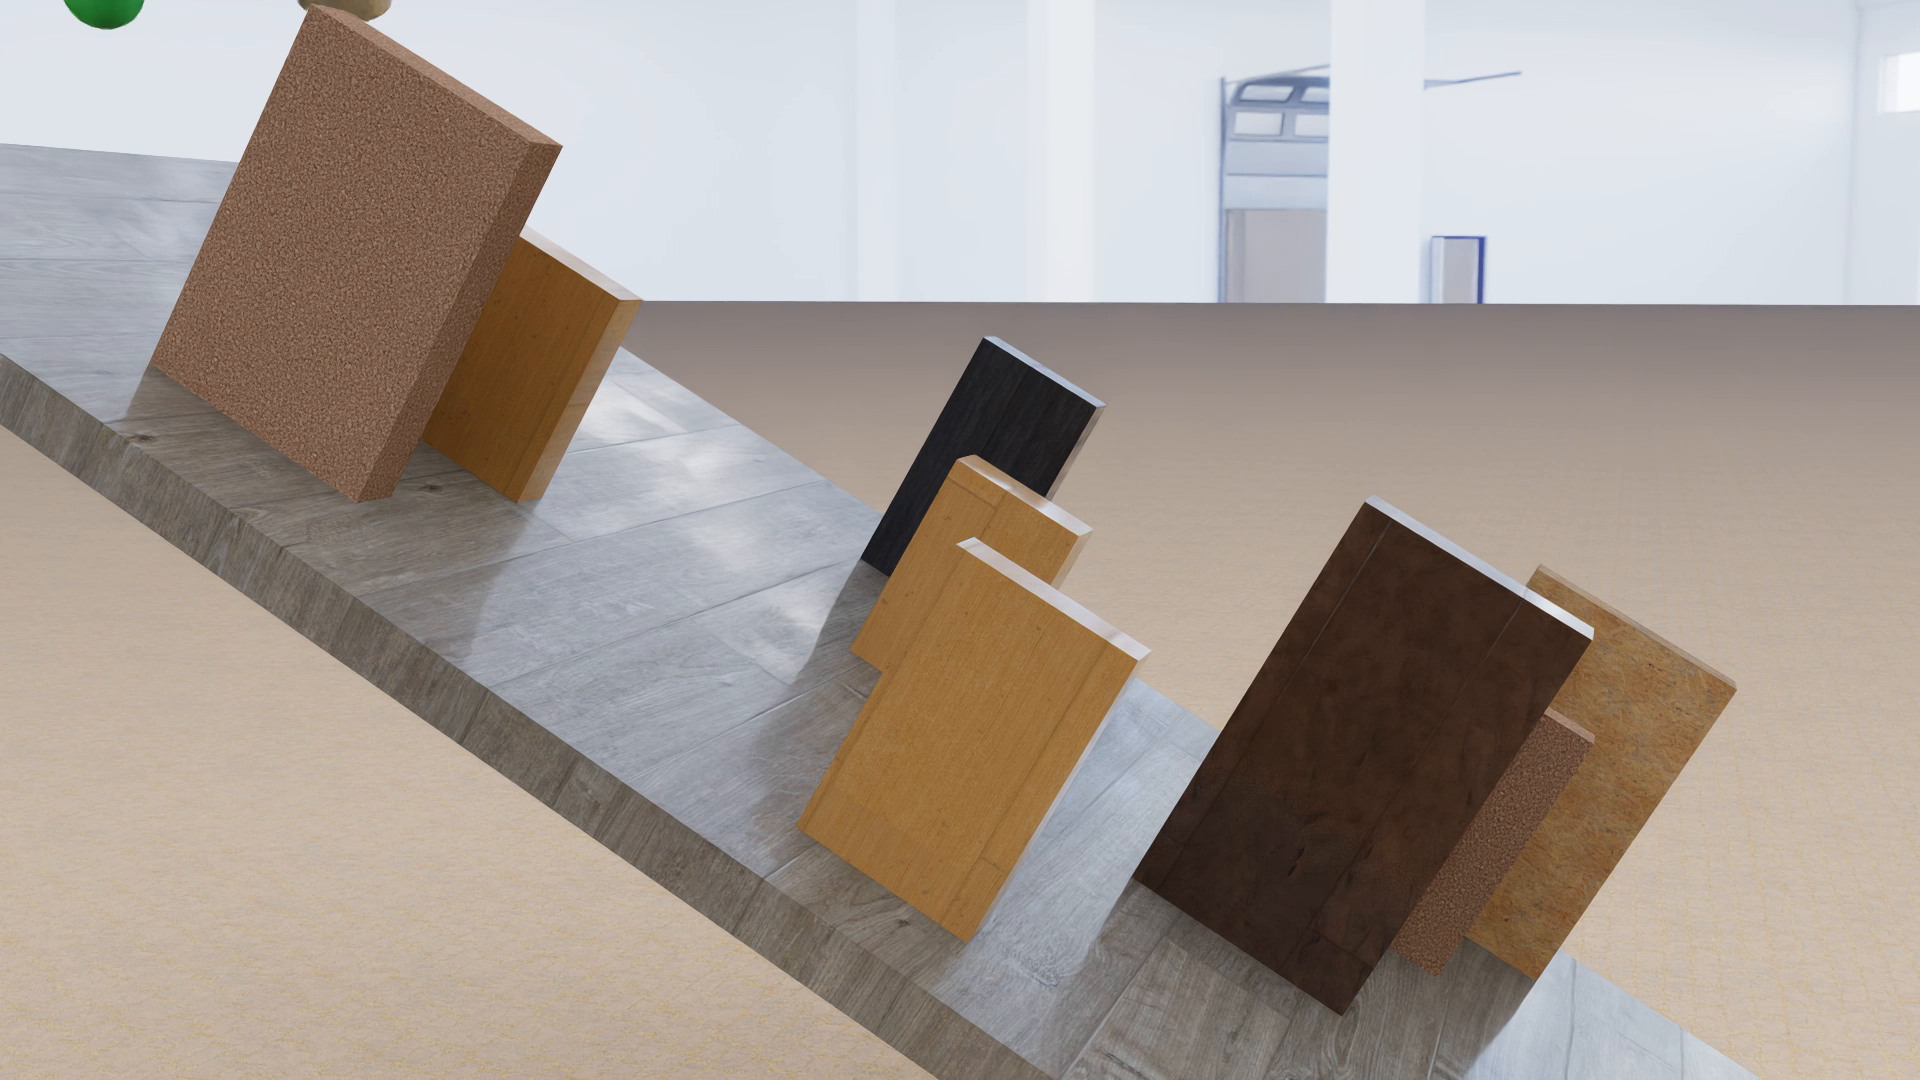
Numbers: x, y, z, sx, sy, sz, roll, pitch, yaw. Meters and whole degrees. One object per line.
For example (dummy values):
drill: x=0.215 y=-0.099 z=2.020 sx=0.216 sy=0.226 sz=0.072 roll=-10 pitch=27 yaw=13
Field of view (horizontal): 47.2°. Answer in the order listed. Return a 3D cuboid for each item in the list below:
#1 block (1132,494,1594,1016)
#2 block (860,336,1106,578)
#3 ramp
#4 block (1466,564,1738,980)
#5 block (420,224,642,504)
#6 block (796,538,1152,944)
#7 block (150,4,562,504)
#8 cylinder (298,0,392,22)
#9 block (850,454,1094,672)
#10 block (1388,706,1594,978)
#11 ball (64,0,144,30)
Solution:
block: x=0.685 y=0.371 z=3.789 sx=0.431 sy=0.781 sz=0.126 roll=33 pitch=15 yaw=11
block: x=0.047 y=-0.123 z=4.684 sx=0.283 sy=0.551 sz=0.089 roll=33 pitch=15 yaw=11
ramp: x=-0.182 y=0.299 z=4.127 sx=4.000 sy=0.100 sz=2.000 roll=33 pitch=15 yaw=11
block: x=1.185 y=0.476 z=4.505 sx=0.447 sy=0.725 sz=0.097 roll=33 pitch=15 yaw=11
block: x=-0.867 y=-0.366 z=4.005 sx=0.441 sy=0.423 sz=0.095 roll=33 pitch=15 yaw=11
block: x=0.016 y=0.299 z=3.288 sx=0.316 sy=0.510 sz=0.090 roll=33 pitch=15 yaw=11
block: x=-0.996 y=-0.464 z=3.601 sx=0.447 sy=0.665 sz=0.106 roll=33 pitch=15 yaw=11
cylinder: x=-1.239 y=-1.172 z=4.419 sx=0.189 sy=0.189 sz=0.189 roll=7 pitch=45 yaw=-7
block: x=0.021 y=0.094 z=4.153 sx=0.271 sy=0.426 sz=0.117 roll=33 pitch=15 yaw=11
block: x=0.897 y=0.502 z=4.222 sx=0.386 sy=0.547 sz=0.087 roll=33 pitch=15 yaw=11
ball: x=-1.717 y=-1.105 z=4.408 sx=0.159 sy=0.159 sz=0.159 roll=0 pitch=7 yaw=0
